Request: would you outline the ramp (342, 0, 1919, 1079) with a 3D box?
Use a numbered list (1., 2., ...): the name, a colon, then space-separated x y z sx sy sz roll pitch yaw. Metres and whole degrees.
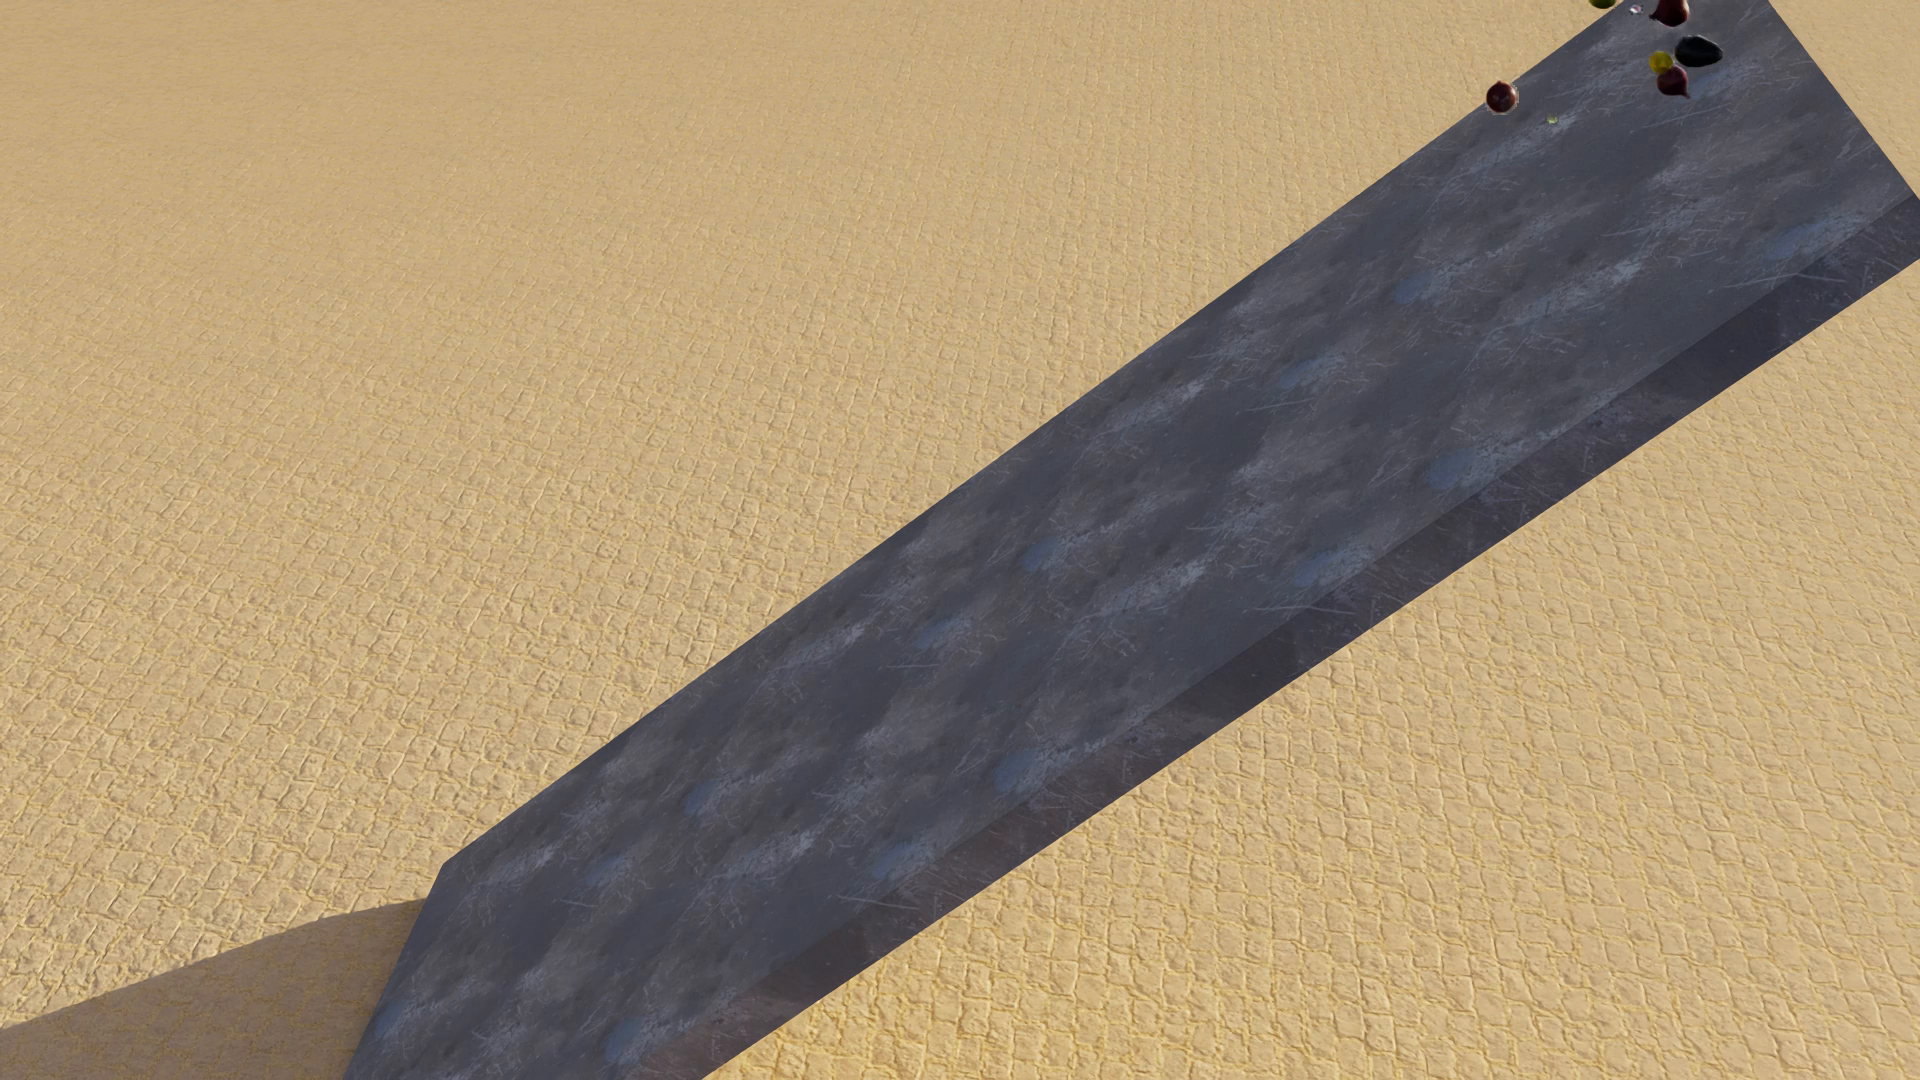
1. ramp: 0.121 0.185 6.340 4.000 0.100 2.000 -36 16 18
